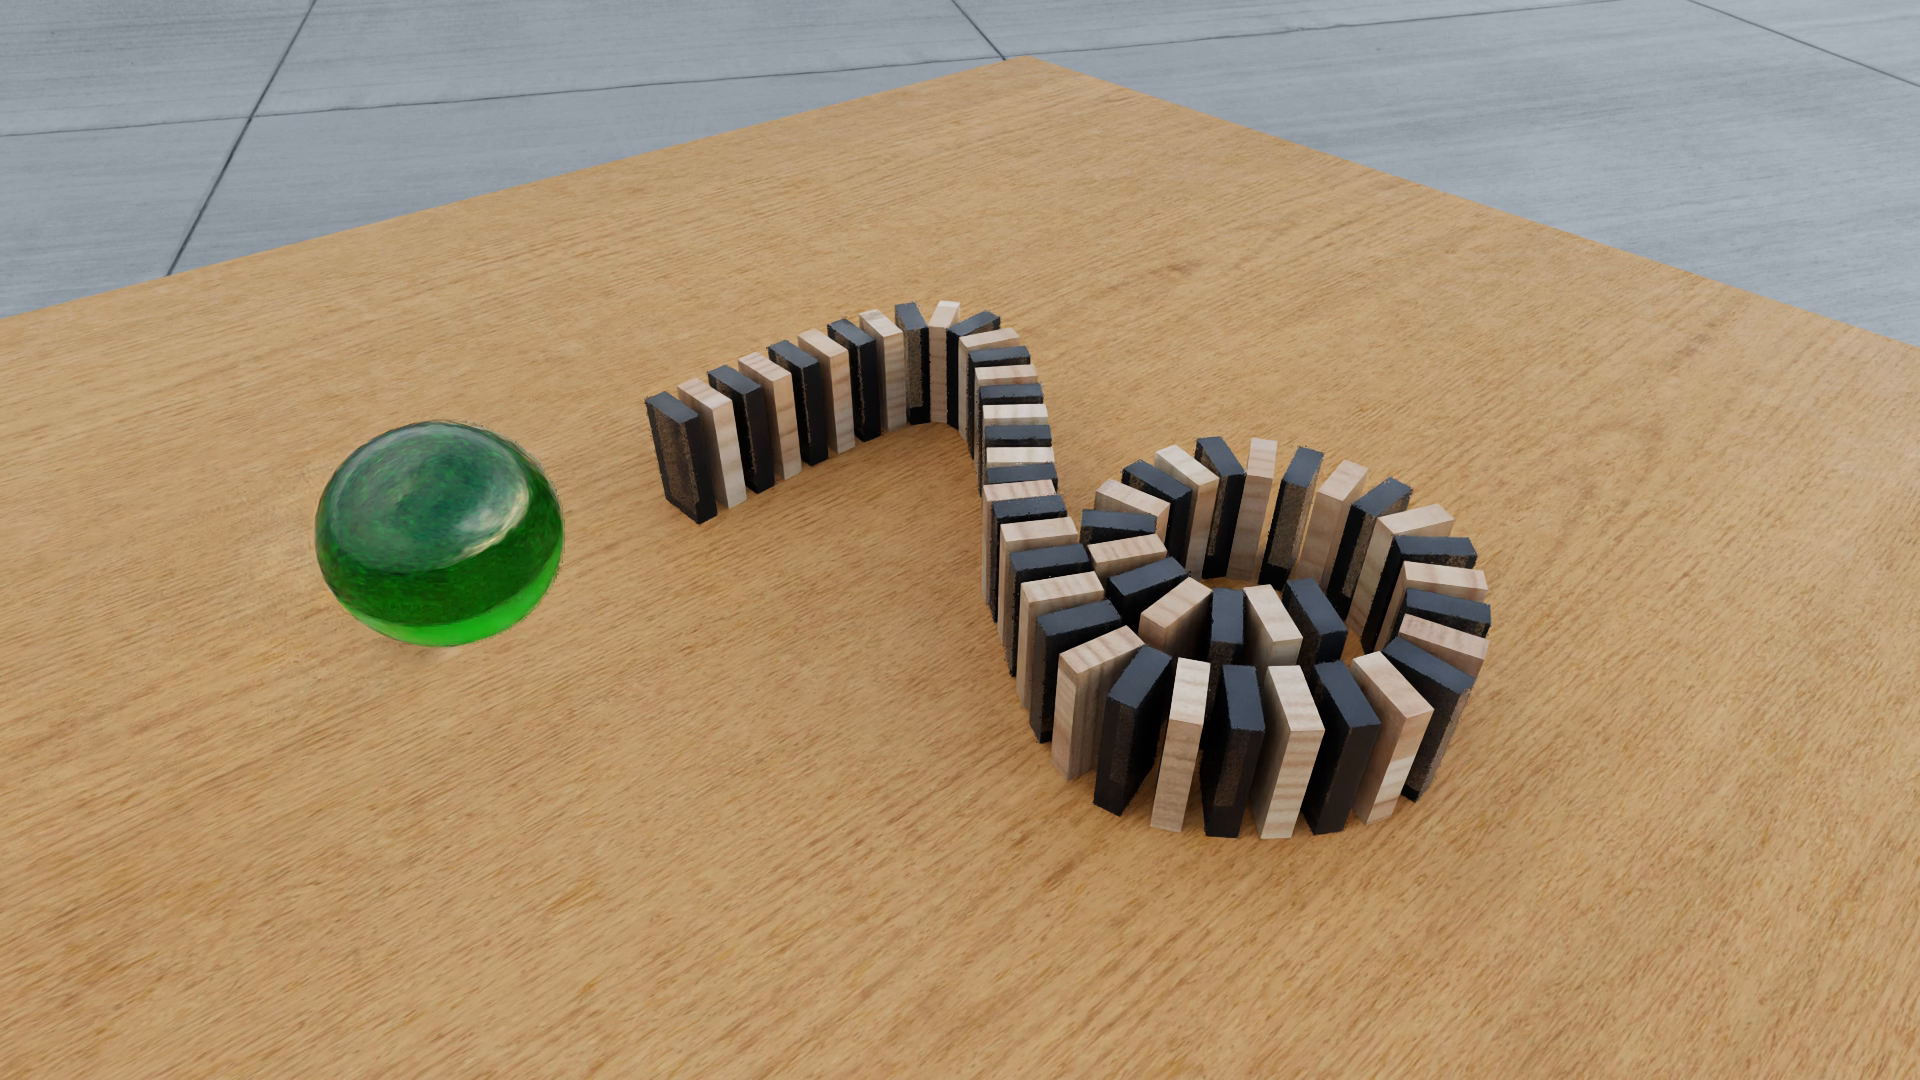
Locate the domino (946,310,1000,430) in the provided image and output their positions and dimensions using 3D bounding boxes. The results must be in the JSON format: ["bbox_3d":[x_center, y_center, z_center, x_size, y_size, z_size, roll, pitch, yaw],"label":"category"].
[{"bbox_3d":[0.006,-0.077,0.506,0.010,0.050,0.025,32,49,33],"label":"domino"}]

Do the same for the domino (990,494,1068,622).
[{"bbox_3d":[0.024,0.007,0.402,0.025,0.050,0.009,-6,40,-8],"label":"domino"}]

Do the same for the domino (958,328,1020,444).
[{"bbox_3d":[0.013,-0.069,0.496,0.025,0.050,0.009,-14,41,-16],"label":"domino"}]

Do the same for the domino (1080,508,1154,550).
[{"bbox_3d":[0.055,0.013,0.396,0.025,0.050,0.009,6,40,7],"label":"domino"}]

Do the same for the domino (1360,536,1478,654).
[{"bbox_3d":[0.160,0.021,0.385,0.025,0.050,0.009,1,39,2],"label":"domino"}]

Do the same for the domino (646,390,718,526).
[{"bbox_3d":[-0.114,-0.033,0.452,0.010,0.050,0.025,-32,49,-33],"label":"domino"}]

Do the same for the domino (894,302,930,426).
[{"bbox_3d":[-0.022,-0.082,0.511,0.009,0.050,0.025,-10,40,-12],"label":"domino"}]

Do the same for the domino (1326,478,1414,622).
[{"bbox_3d":[0.150,0.004,0.407,0.025,0.050,0.010,-30,48,-31],"label":"domino"}]

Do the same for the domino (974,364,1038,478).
[{"bbox_3d":[0.019,-0.051,0.473,0.025,0.050,0.010,-4,40,-5],"label":"domino"}]

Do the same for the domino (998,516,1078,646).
[{"bbox_3d":[0.027,0.016,0.392,0.025,0.050,0.009,-6,40,-8],"label":"domino"}]

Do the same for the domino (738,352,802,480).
[{"bbox_3d":[-0.082,-0.054,0.477,0.010,0.050,0.025,-31,49,-32],"label":"domino"}]

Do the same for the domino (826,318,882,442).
[{"bbox_3d":[-0.048,-0.072,0.500,0.009,0.050,0.025,-26,46,-28],"label":"domino"}]

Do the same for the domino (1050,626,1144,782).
[{"bbox_3d":[0.043,0.052,0.348,0.025,0.050,0.010,-20,43,-23],"label":"domino"}]

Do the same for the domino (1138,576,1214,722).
[{"bbox_3d":[0.069,0.039,0.364,0.025,0.050,0.009,-32,49,-33],"label":"domino"}]

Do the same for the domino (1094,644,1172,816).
[{"bbox_3d":[0.053,0.059,0.339,0.009,0.050,0.025,22,44,25],"label":"domino"}]

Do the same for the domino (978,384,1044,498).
[{"bbox_3d":[0.021,-0.041,0.462,0.025,0.050,0.009,-3,39,-4],"label":"domino"}]

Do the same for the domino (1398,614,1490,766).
[{"bbox_3d":[0.148,0.049,0.352,0.025,0.050,0.009,19,43,22],"label":"domino"}]

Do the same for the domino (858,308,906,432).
[{"bbox_3d":[-0.035,-0.078,0.506,0.009,0.050,0.025,-20,44,-23],"label":"domino"}]

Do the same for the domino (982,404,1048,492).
[{"bbox_3d":[0.022,-0.032,0.450,0.025,0.050,0.009,-2,39,-2],"label":"domino"}]

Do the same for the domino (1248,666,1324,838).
[{"bbox_3d":[0.097,0.065,0.333,0.009,0.050,0.025,-2,39,-2],"label":"domino"}]

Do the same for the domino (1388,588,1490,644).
[{"bbox_3d":[0.154,0.040,0.363,0.025,0.050,0.009,13,41,15],"label":"domino"}]

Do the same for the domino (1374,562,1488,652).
[{"bbox_3d":[0.158,0.031,0.374,0.025,0.050,0.009,7,40,9],"label":"domino"}]

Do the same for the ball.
[{"bbox_3d":[-0.183,-0.002,0.390,0.080,0.080,0.080,0,39,0],"label":"ball"}]

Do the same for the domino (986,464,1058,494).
[{"bbox_3d":[0.023,-0.005,0.418,0.025,0.050,0.009,-4,39,-5],"label":"domino"}]

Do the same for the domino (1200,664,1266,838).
[{"bbox_3d":[0.082,0.064,0.333,0.009,0.050,0.025,3,39,4],"label":"domino"}]

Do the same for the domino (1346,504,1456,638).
[{"bbox_3d":[0.158,0.012,0.397,0.025,0.050,0.009,-12,41,-15],"label":"domino"}]

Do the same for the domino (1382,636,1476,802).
[{"bbox_3d":[0.139,0.056,0.343,0.010,0.050,0.025,-32,49,-33],"label":"domino"}]

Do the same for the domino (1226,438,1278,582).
[{"bbox_3d":[0.113,-0.011,0.425,0.010,0.050,0.025,10,40,12],"label":"domino"}]

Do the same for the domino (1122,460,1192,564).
[{"bbox_3d":[0.072,-0.003,0.415,0.010,0.050,0.025,-29,47,-31],"label":"domino"}]

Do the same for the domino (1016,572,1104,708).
[{"bbox_3d":[0.033,0.034,0.370,0.025,0.050,0.010,-9,40,-11],"label":"domino"}]

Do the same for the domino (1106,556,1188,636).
[{"bbox_3d":[0.061,0.031,0.374,0.025,0.050,0.009,-18,42,-20],"label":"domino"}]

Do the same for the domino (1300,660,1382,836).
[{"bbox_3d":[0.112,0.064,0.334,0.009,0.050,0.025,-6,40,-8],"label":"domino"}]

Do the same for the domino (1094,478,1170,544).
[{"bbox_3d":[0.061,0.004,0.407,0.025,0.050,0.009,25,46,28],"label":"domino"}]

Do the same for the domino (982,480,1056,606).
[{"bbox_3d":[0.021,0.001,0.410,0.025,0.050,0.009,-5,40,-7],"label":"domino"}]

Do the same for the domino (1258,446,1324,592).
[{"bbox_3d":[0.126,-0.008,0.421,0.009,0.050,0.025,19,43,21],"label":"domino"}]

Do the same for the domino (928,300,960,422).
[{"bbox_3d":[-0.007,-0.083,0.513,0.010,0.050,0.025,8,40,9],"label":"domino"}]

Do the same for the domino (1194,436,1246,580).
[{"bbox_3d":[0.098,-0.012,0.426,0.010,0.050,0.025,-7,40,-9],"label":"domino"}]

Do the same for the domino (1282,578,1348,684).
[{"bbox_3d":[0.113,0.040,0.363,0.010,0.050,0.025,-7,40,-9],"label":"domino"}]

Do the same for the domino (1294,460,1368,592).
[{"bbox_3d":[0.139,-0.003,0.415,0.010,0.050,0.025,25,46,28],"label":"domino"}]

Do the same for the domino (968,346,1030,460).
[{"bbox_3d":[0.017,-0.060,0.485,0.025,0.050,0.009,-7,40,-9],"label":"domino"}]

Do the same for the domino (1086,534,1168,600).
[{"bbox_3d":[0.056,0.022,0.385,0.025,0.050,0.009,-9,40,-11],"label":"domino"}]

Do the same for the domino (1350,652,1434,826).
[{"bbox_3d":[0.126,0.061,0.337,0.010,0.050,0.025,-13,41,-16],"label":"domino"}]

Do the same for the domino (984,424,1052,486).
[{"bbox_3d":[0.022,-0.022,0.438,0.025,0.050,0.009,-1,39,-1],"label":"domino"}]

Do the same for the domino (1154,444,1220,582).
[{"bbox_3d":[0.084,-0.008,0.422,0.009,0.050,0.025,-21,44,-23],"label":"domino"}]

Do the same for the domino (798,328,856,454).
[{"bbox_3d":[-0.060,-0.066,0.492,0.010,0.050,0.025,-28,47,-30],"label":"domino"}]

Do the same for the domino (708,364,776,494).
[{"bbox_3d":[-0.093,-0.047,0.469,0.010,0.050,0.025,-32,49,-33],"label":"domino"}]

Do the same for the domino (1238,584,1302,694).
[{"bbox_3d":[0.098,0.042,0.360,0.009,0.050,0.025,-7,40,-8],"label":"domino"}]

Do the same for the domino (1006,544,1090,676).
[{"bbox_3d":[0.030,0.025,0.381,0.025,0.050,0.009,-7,40,-8],"label":"domino"}]

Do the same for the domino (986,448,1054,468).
[{"bbox_3d":[0.023,-0.013,0.427,0.025,0.050,0.009,0,39,-1],"label":"domino"}]

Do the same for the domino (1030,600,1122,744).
[{"bbox_3d":[0.037,0.043,0.358,0.025,0.050,0.009,-12,41,-14],"label":"domino"}]

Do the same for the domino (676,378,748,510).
[{"bbox_3d":[-0.104,-0.040,0.460,0.025,0.050,0.009,32,49,33],"label":"domino"}]

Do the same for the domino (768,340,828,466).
[{"bbox_3d":[-0.071,-0.060,0.485,0.010,0.050,0.025,-29,48,-31],"label":"domino"}]

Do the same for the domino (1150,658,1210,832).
[{"bbox_3d":[0.067,0.063,0.335,0.010,0.050,0.025,9,40,11],"label":"domino"}]

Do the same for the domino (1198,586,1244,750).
[{"bbox_3d":[0.084,0.043,0.359,0.010,0.050,0.025,7,40,9],"label":"domino"}]
